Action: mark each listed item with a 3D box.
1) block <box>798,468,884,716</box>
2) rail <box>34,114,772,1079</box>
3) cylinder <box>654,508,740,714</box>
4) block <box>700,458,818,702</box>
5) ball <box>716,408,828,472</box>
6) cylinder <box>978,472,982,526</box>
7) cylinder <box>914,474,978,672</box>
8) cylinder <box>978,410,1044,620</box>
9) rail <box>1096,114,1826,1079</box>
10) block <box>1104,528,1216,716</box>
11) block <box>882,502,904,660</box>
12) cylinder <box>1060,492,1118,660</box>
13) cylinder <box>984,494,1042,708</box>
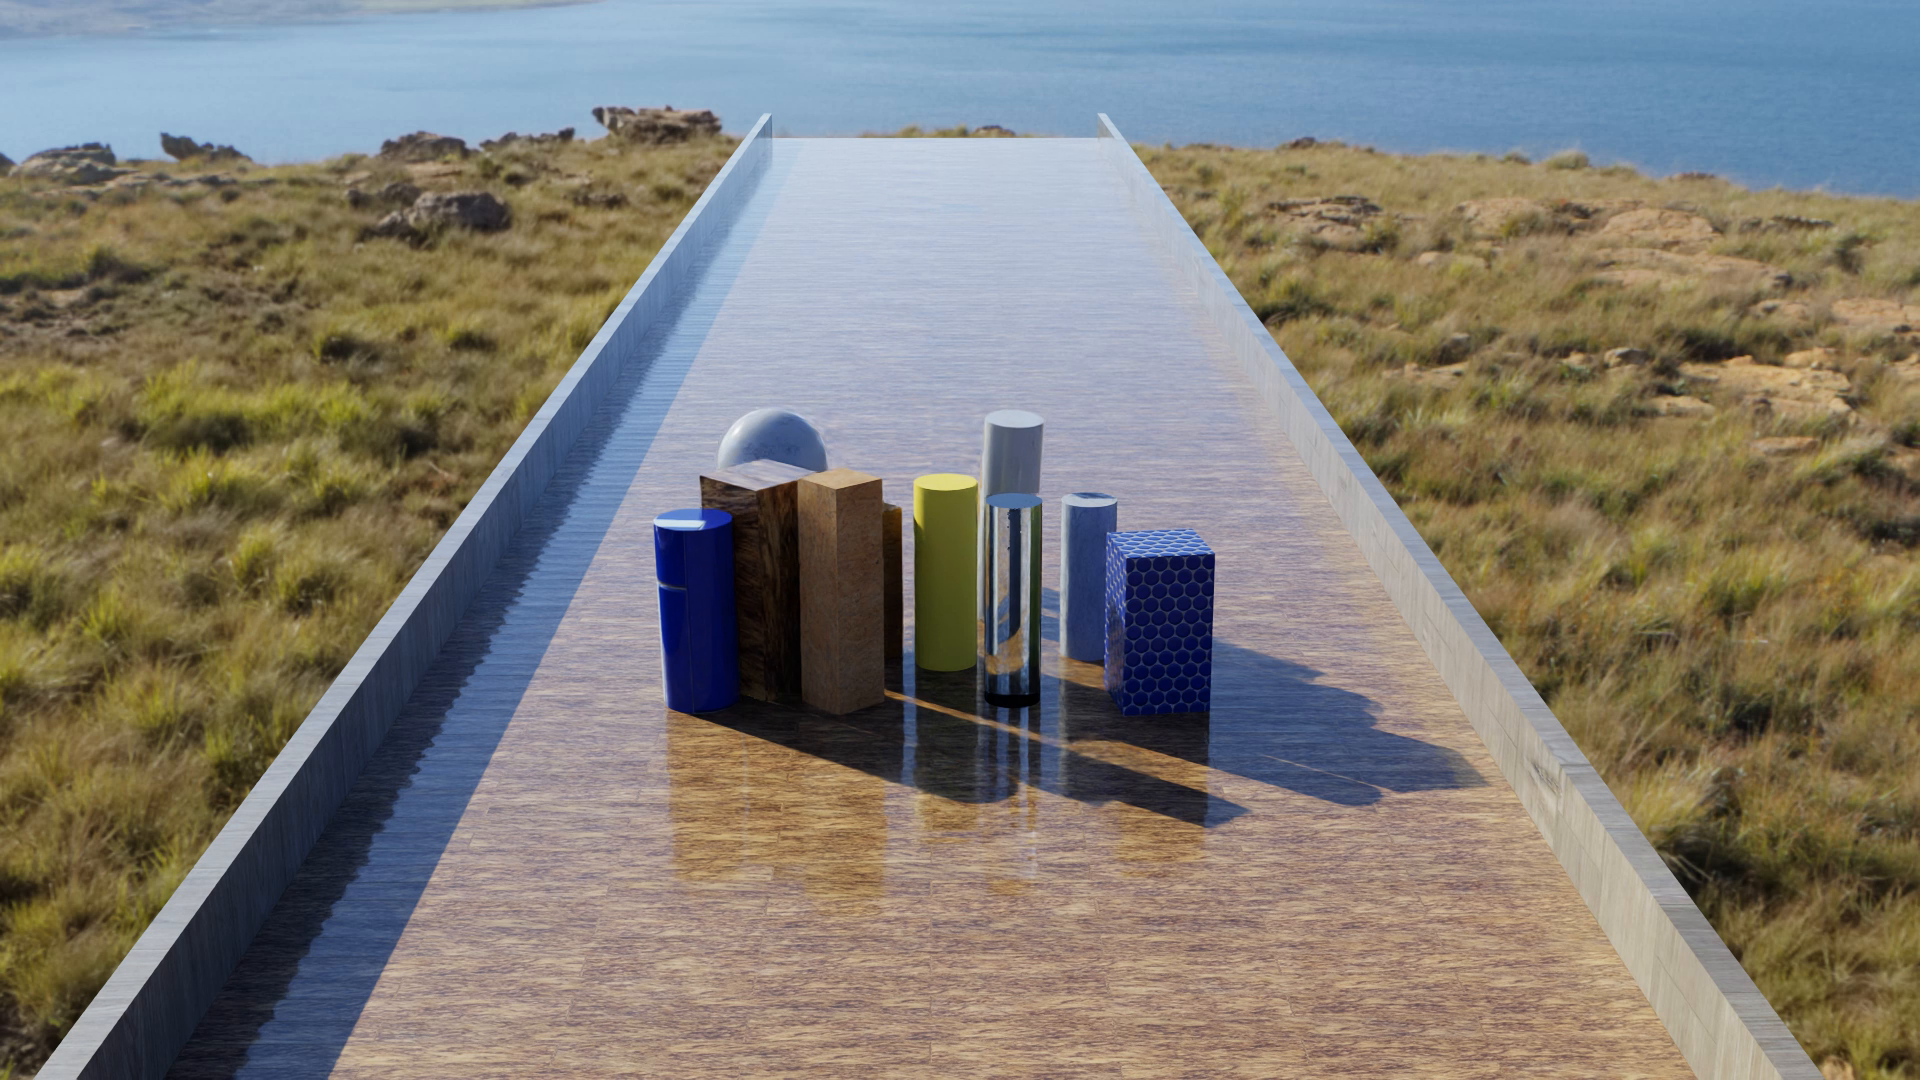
[{"bbox_3d":[-0.223,0.096,4.132,0.112,0.440,0.112,-15,22,-41],"label":"block"},{"bbox_3d":[-1.118,-0.838,7.780,0.050,0.150,12.000,0,17,-1],"label":"rail"},{"bbox_3d":[-0.494,0.133,4.145,0.146,0.359,0.146,-1,17,0],"label":"cylinder"},{"bbox_3d":[-0.375,0.075,4.233,0.163,0.419,0.163,15,24,42],"label":"block"},{"bbox_3d":[-0.381,-0.155,4.469,0.227,0.227,0.227,0,17,0],"label":"ball"},{"bbox_3d":[0.087,-0.082,4.780,0.104,0.405,0.104,5,40,-4],"label":"cylinder"},{"bbox_3d":[-0.028,0.064,4.359,0.125,0.372,0.125,0,17,0],"label":"cylinder"},{"bbox_3d":[0.101,-0.047,4.604,0.121,0.436,0.121,3,21,-1],"label":"cylinder"},{"bbox_3d":[0.932,-0.844,7.801,0.050,0.150,12.000,0,17,-1],"label":"rail"},{"bbox_3d":[0.375,0.154,4.167,0.168,0.309,0.168,-3,17,-8],"label":"block"},{"bbox_3d":[-0.240,0.082,4.409,0.176,0.310,0.176,-14,21,-39],"label":"block"},{"bbox_3d":[0.257,0.073,4.420,0.111,0.320,0.111,0,17,0],"label":"cylinder"},{"bbox_3d":[0.100,0.115,4.153,0.108,0.392,0.108,0,17,0],"label":"cylinder"}]
